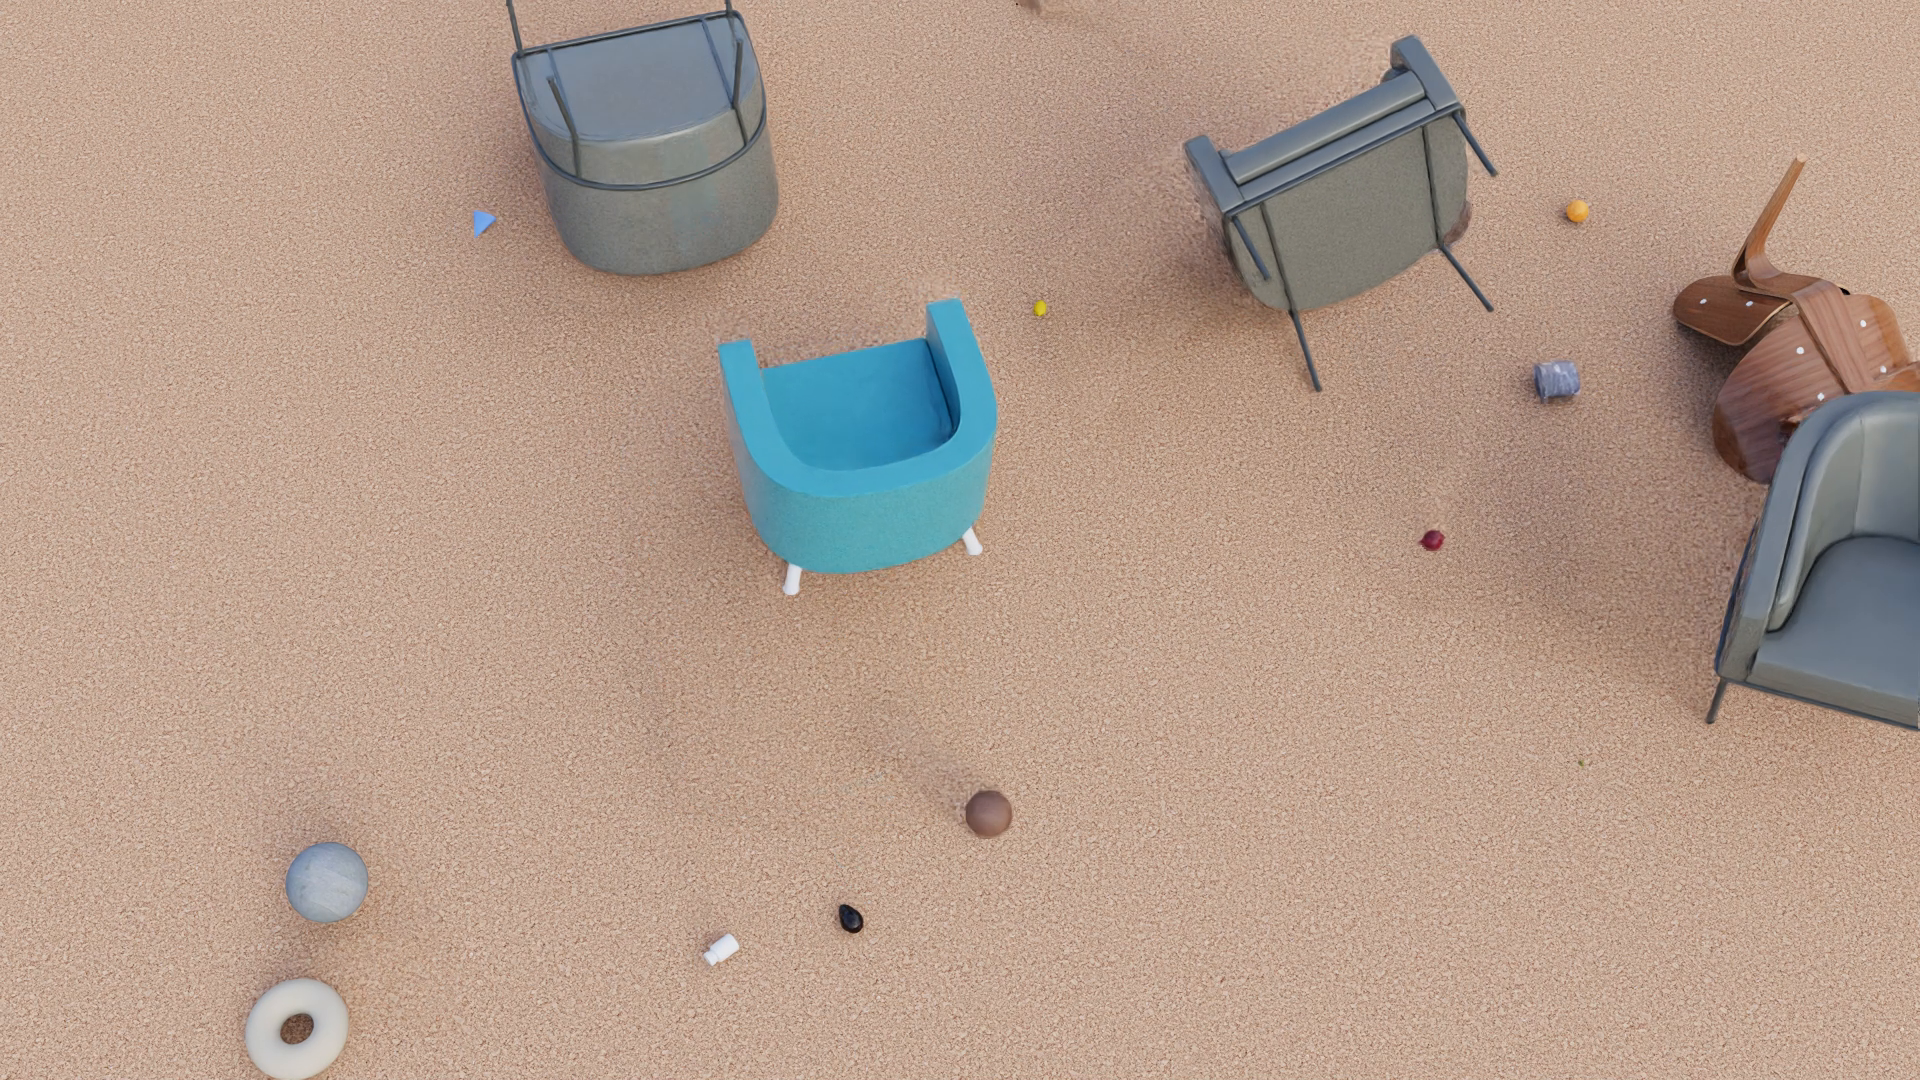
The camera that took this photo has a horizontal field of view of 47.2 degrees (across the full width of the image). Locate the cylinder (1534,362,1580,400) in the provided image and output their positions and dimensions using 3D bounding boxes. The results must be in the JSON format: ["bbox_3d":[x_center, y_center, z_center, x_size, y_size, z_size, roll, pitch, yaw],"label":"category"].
[{"bbox_3d":[1.861,-0.499,6.860,0.111,0.080,0.121,-6,58,-4],"label":"cylinder"}]

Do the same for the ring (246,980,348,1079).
[{"bbox_3d":[-1.710,1.261,5.673,0.264,0.092,0.272,-22,58,-13],"label":"ring"}]

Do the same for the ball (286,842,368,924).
[{"bbox_3d":[-1.679,0.909,5.835,0.213,0.213,0.213,0,56,0],"label":"ball"}]

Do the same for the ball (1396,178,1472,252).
[{"bbox_3d":[1.537,-1.054,7.137,0.239,0.239,0.239,0,56,0],"label":"ball"}]

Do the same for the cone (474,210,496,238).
[{"bbox_3d":[-1.583,-1.033,7.253,0.085,0.049,0.086,16,74,12],"label":"cone"}]

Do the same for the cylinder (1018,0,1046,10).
[{"bbox_3d":[0.248,-1.963,7.832,0.146,0.086,0.081,38,61,-3],"label":"cylinder"}]
